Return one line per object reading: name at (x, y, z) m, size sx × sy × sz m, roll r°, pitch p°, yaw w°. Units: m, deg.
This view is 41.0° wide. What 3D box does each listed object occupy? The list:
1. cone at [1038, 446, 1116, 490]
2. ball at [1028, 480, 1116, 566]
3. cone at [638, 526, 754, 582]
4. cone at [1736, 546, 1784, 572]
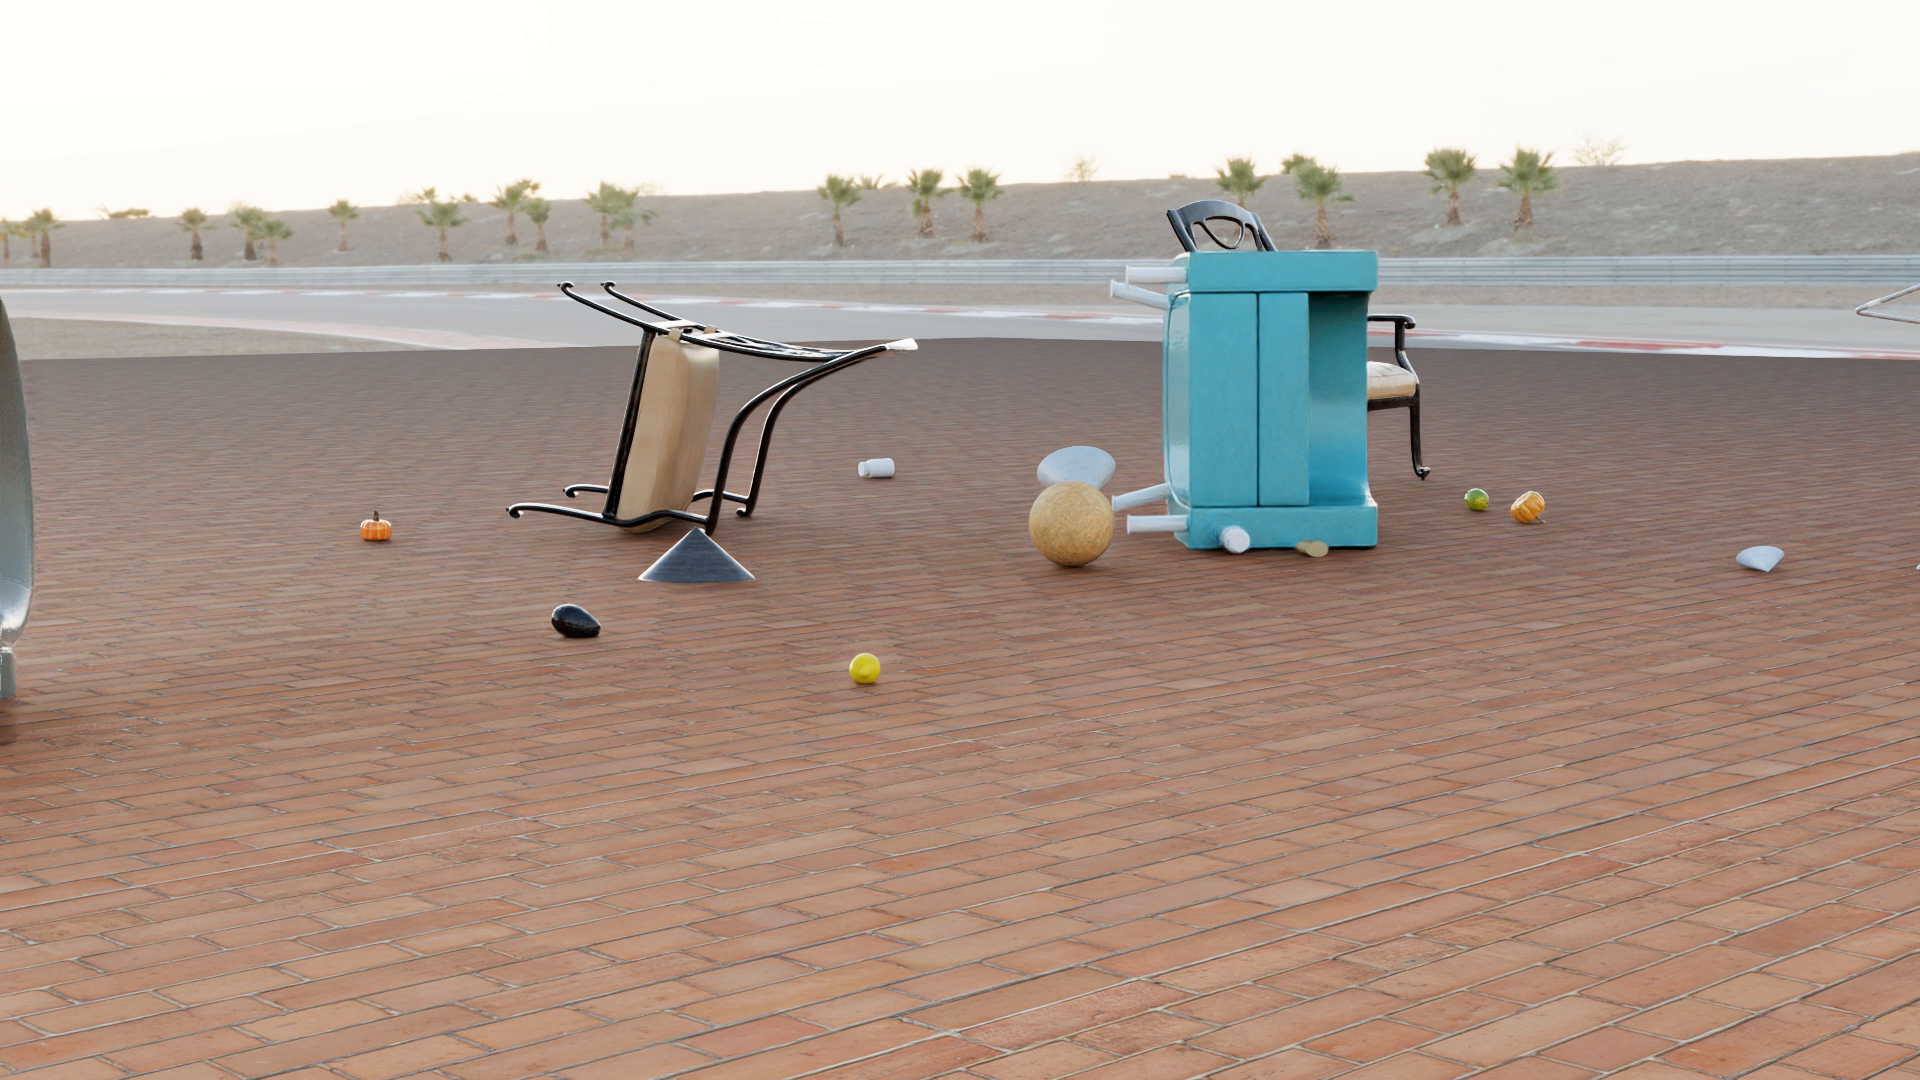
cone at (0.359, -0.160, 7.601) m, size 0.238 × 0.158 × 0.234 m, roll -6°, pitch 25°, yaw -3°
ball at (0.254, -0.037, 5.821) m, size 0.196 × 0.196 × 0.196 m, roll 0°, pitch 6°, yaw 0°
cone at (-0.575, 0.027, 5.595) m, size 0.258 × 0.114 × 0.164 m, roll 0°, pitch 6°, yaw 3°
cone at (1.801, 0.055, 5.747) m, size 0.107 × 0.058 × 0.065 m, roll -4°, pitch 30°, yaw 3°
